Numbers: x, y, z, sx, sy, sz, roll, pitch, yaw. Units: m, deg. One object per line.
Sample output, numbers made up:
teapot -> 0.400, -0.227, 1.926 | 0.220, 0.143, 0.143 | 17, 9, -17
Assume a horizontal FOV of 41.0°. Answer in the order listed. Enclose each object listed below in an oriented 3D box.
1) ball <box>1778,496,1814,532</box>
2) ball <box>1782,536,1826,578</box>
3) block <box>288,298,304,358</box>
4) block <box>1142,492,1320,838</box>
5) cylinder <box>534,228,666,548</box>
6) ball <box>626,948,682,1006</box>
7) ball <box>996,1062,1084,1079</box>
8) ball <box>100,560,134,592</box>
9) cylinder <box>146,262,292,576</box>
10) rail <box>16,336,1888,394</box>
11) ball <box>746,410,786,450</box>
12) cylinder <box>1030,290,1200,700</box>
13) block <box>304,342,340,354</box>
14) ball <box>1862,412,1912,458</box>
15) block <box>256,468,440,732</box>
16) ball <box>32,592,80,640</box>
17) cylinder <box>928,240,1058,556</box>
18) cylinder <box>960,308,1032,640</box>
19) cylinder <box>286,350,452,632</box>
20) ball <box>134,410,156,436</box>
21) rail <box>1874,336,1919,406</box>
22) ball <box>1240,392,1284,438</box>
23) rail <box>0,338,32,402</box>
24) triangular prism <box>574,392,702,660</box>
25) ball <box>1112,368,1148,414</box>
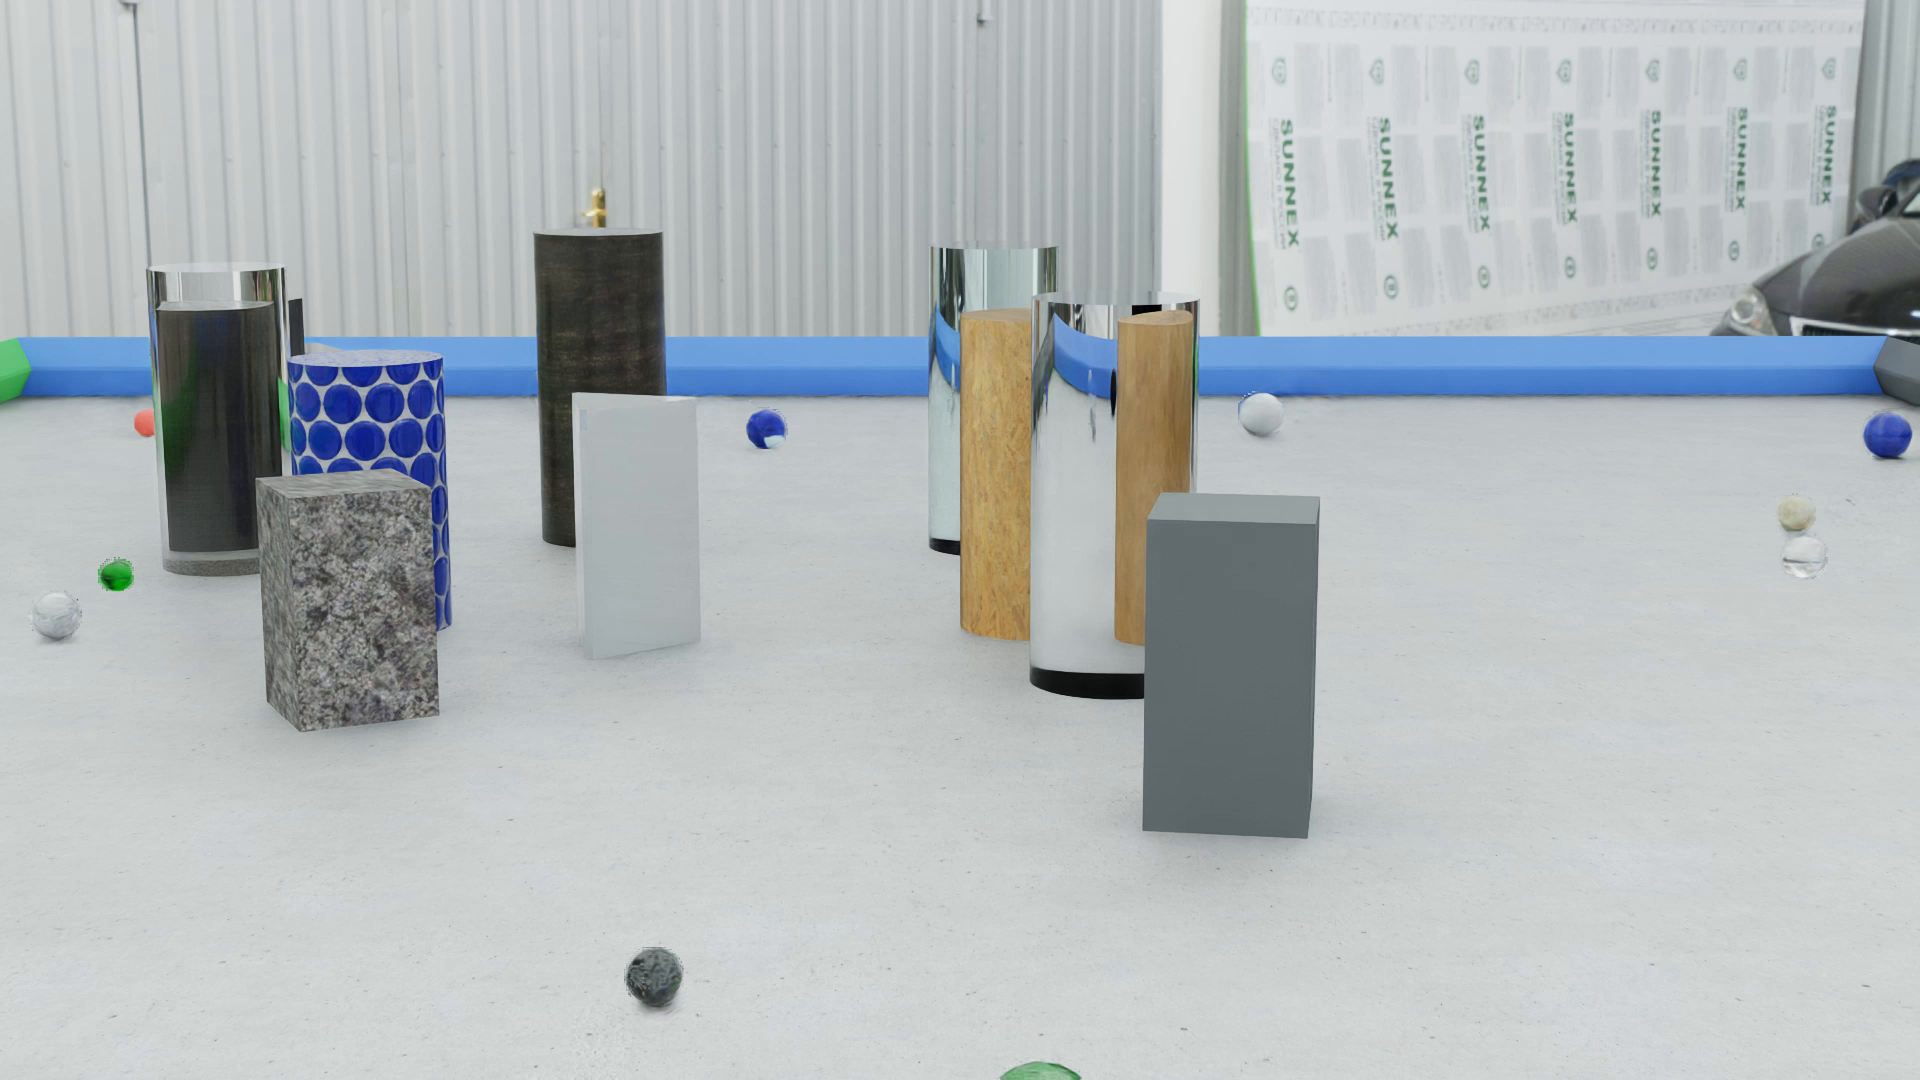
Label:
ball -> 1.321, -0.041, 4.054 | 0.056, 0.056, 0.056 | 0, 10, 0
ball -> 1.212, 0.025, 3.682 | 0.061, 0.061, 0.061 | 0, 10, 0
block -> -1.130, -0.190, 4.007 | 0.158, 0.366, 0.158 | 3, 11, 16
block -> 0.266, 0.118, 2.508 | 0.158, 0.305, 0.158 | 2, 11, 9
cylinder -> -0.553, -0.239, 3.970 | 0.197, 0.475, 0.197 | 0, 10, 0
ball -> -0.240, 0.343, 2.013 | 0.044, 0.044, 0.044 | 0, 10, 0
ball -> 0.053, 0.384, 1.681 | 0.083, 0.083, 0.083 | 0, 10, 0
ball -> -1.182, 0.050, 3.595 | 0.043, 0.043, 0.043 | 0, 10, 0
cylinder -> -1.077, -0.180, 3.756 | 0.197, 0.438, 0.197 | 0, 10, 0
rail -> -0.013, -0.385, 5.706 | 4.173, 0.128, 0.045 | 0, 10, 0
ball -> -0.372, -0.212, 4.921 | 0.076, 0.076, 0.076 | 0, 10, 0
cylinder -> 0.182, -0.058, 3.037 | 0.197, 0.459, 0.197 | 0, 10, 0
block -> -1.151, -0.204, 4.406 | 0.158, 0.248, 0.158 | -6, 12, -31
ball -> 1.738, -0.197, 4.808 | 0.087, 0.087, 0.087 | 0, 10, 0
block -> -0.697, 0.064, 2.917 | 0.158, 0.262, 0.158 | -6, 12, -27
ball -> -1.161, 0.098, 3.294 | 0.059, 0.059, 0.059 | 0, 10, 0
cylinder -> 0.050, -0.218, 3.898 | 0.197, 0.460, 0.197 | 0, 10, 0
cylinder -> 0.099, -0.089, 3.346 | 0.197, 0.408, 0.197 | 0, 10, 0
cylinder -> -0.769, -0.062, 3.351 | 0.197, 0.353, 0.197 | 0, 10, 0
ball -> -1.612, -0.232, 5.089 | 0.054, 0.054, 0.054 | 0, 10, 0
rail -> 2.063, 0.031, 3.461 | 0.045, 0.128, 4.639 | 0, 10, 0
ball -> 0.598, -0.248, 5.079 | 0.088, 0.088, 0.088 | 0, 10, 0
rail -> -2.063, 0.035, 3.437 | 0.045, 0.128, 4.639 | 0, 10, 0
triangular prism -> -0.445, -0.025, 3.264 | 0.171, 0.312, 0.148 | -9, 14, -41
ball -> 0.348, -0.313, 5.404 | 0.099, 0.099, 0.099 | 0, 10, 0
